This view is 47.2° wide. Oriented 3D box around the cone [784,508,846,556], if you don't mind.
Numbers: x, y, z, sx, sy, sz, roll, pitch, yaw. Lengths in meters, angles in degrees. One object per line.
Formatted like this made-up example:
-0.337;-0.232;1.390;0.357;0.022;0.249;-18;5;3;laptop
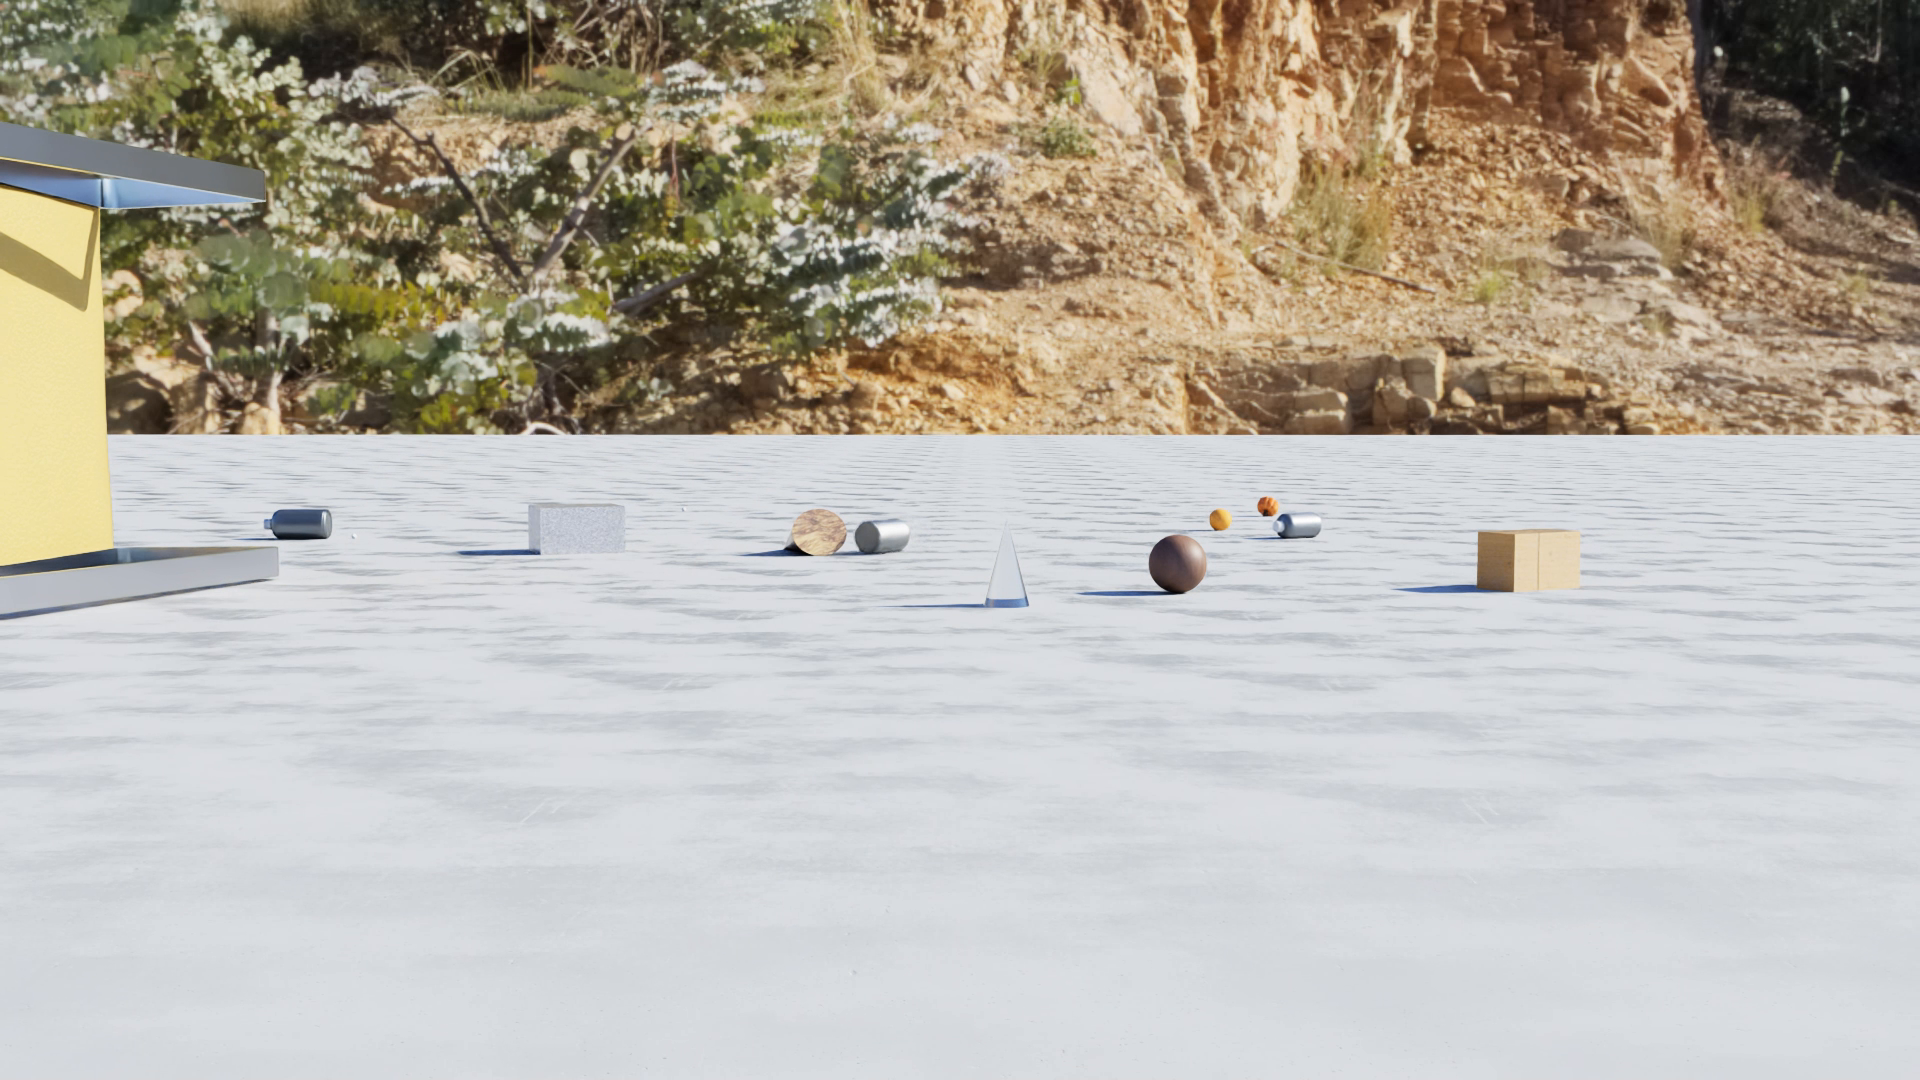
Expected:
-0.438;0.002;6.056;0.161;0.129;0.261;-5;-8;-28;cone

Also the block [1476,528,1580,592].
1.282;0.045;4.956;0.209;0.129;0.112;-2;5;-32;block

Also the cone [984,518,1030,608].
0.097;0.045;4.561;0.094;0.182;0.111;-1;4;-17;cone

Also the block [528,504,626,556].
-1.059;-0.032;6.072;0.232;0.128;0.191;-1;4;-21;block
